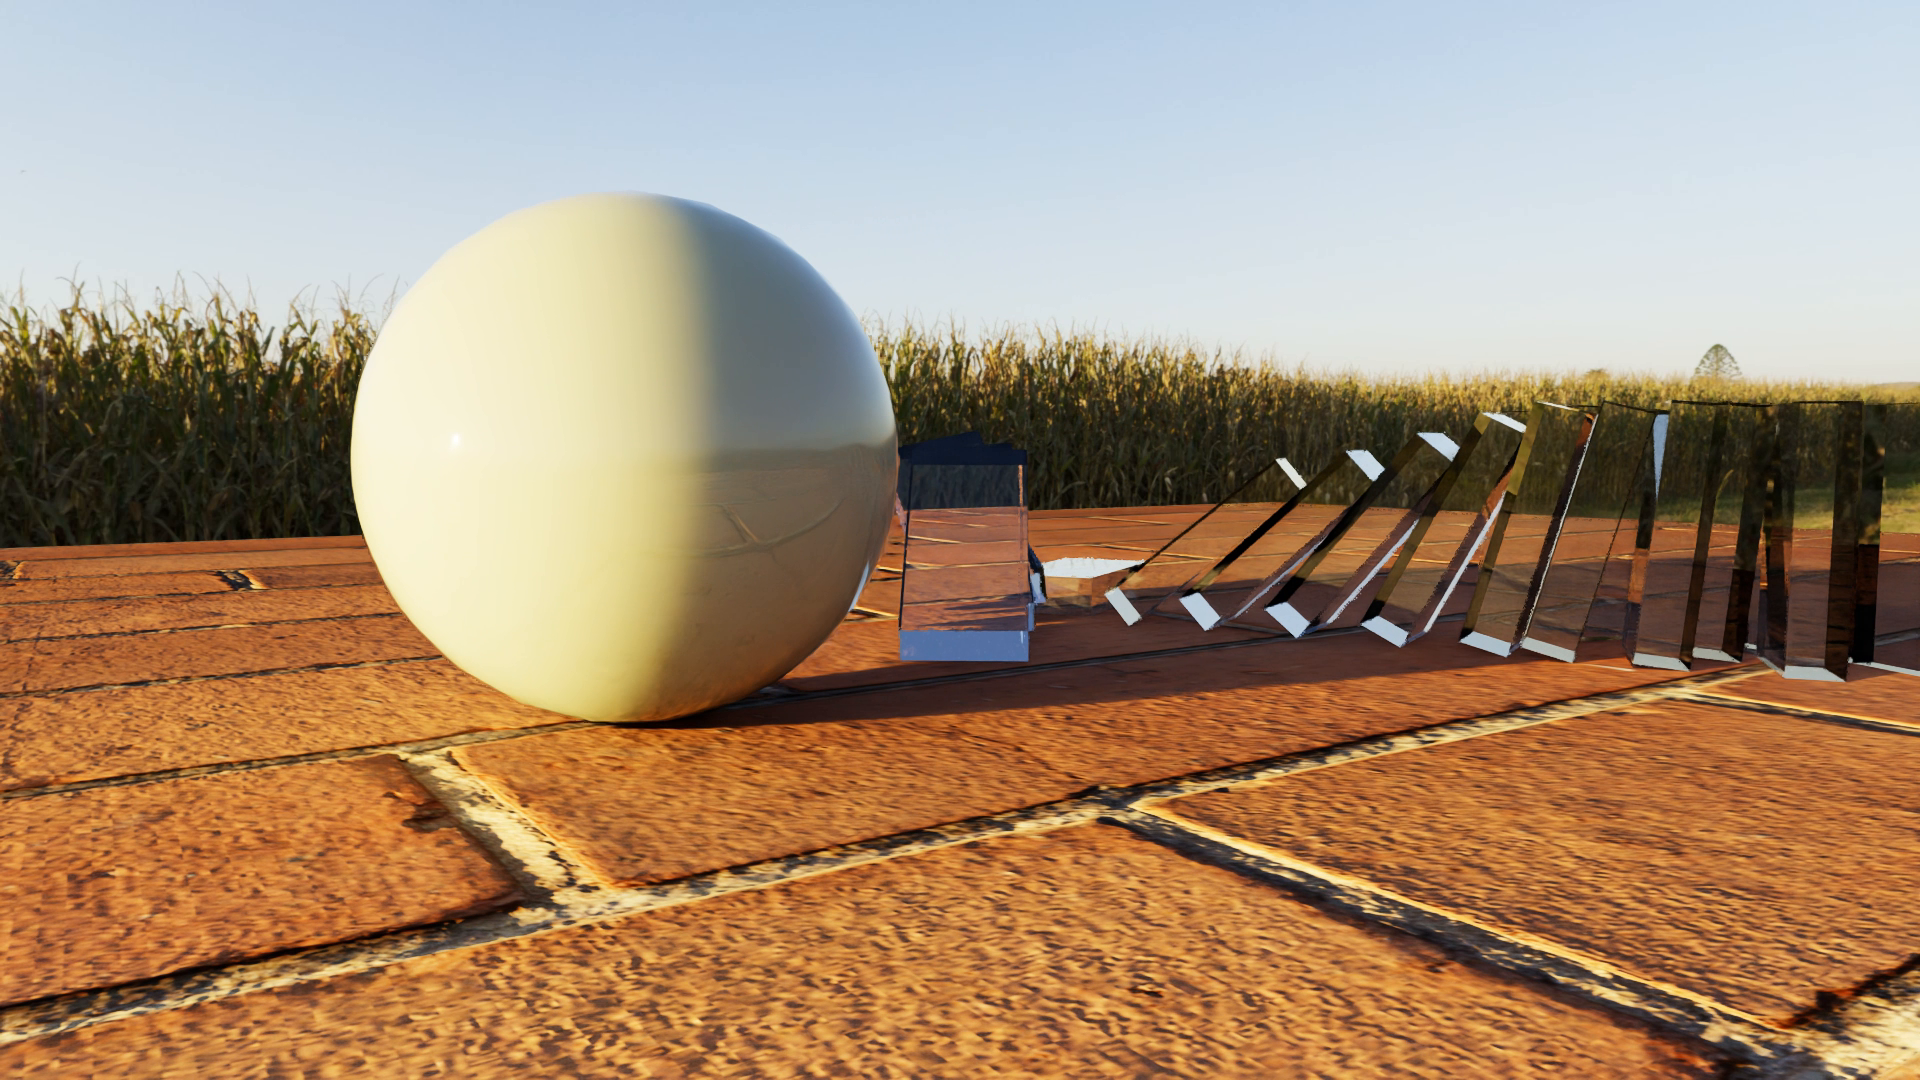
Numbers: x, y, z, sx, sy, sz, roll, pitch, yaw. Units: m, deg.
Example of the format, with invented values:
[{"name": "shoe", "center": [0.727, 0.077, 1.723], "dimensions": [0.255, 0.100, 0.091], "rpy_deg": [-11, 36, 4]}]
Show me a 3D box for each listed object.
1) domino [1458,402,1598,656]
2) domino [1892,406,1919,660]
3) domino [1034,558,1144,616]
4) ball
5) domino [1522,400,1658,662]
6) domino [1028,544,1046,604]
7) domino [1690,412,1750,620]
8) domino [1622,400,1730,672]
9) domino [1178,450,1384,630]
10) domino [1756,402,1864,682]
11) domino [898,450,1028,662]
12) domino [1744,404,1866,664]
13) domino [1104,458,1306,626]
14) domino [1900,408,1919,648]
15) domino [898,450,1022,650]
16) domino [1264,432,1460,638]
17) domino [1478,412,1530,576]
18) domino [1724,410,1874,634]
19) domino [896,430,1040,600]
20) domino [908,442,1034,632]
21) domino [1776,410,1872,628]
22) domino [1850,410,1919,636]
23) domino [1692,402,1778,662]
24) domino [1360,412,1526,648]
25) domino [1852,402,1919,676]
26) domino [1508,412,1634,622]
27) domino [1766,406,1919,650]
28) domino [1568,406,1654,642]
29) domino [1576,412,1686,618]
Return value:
[{"name": "domino", "center": [0.117, -0.003, 0.264], "dimensions": [0.009, 0.050, 0.025], "rpy_deg": [20, 14, 30]}, {"name": "domino", "center": [0.198, -0.001, 0.248], "dimensions": [0.025, 0.050, 0.009], "rpy_deg": [4, 6, 42]}, {"name": "domino", "center": [0.031, 0.012, 0.344], "dimensions": [0.025, 0.009, 0.050], "rpy_deg": [2, 5, 25]}, {"name": "ball", "center": [-0.049, -0.012, 0.196], "dimensions": [0.080, 0.080, 0.080], "rpy_deg": [0, 4, 0]}, {"name": "domino", "center": [0.126, -0.002, 0.258], "dimensions": [0.009, 0.050, 0.025], "rpy_deg": [18, 12, 25]}, {"name": "domino", "center": [0.003, 0.003, 0.328], "dimensions": [0.025, 0.009, 0.050], "rpy_deg": [-11, 26, -8]}, {"name": "domino", "center": [0.191, -0.007, 0.321], "dimensions": [0.010, 0.050, 0.025], "rpy_deg": [3, 5, 34]}, {"name": "domino", "center": [0.139, -0.002, 0.251], "dimensions": [0.009, 0.050, 0.025], "rpy_deg": [7, 7, 22]}, {"name": "domino", "center": [0.075, 0.000, 0.295], "dimensions": [0.050, 0.009, 0.025], "rpy_deg": [-45, -17, 23]}, {"name": "domino", "center": [0.159, -0.001, 0.241], "dimensions": [0.010, 0.050, 0.025], "rpy_deg": [2, 5, 21]}, {"name": "domino", "center": [0.001, 0.002, 0.265], "dimensions": [0.025, 0.009, 0.050], "rpy_deg": [0, 48, 2]}, {"name": "domino", "center": [0.171, -0.002, 0.260], "dimensions": [0.009, 0.050, 0.025], "rpy_deg": [-1, 4, -13]}, {"name": "domino", "center": [0.059, 0.000, 0.305], "dimensions": [0.050, 0.009, 0.025], "rpy_deg": [-40, -9, 17]}, {"name": "domino", "center": [0.212, -0.002, 0.266], "dimensions": [0.025, 0.050, 0.009], "rpy_deg": [2, 5, 27]}, {"name": "domino", "center": [0.001, 0.001, 0.279], "dimensions": [0.025, 0.009, 0.050], "rpy_deg": [0, 48, 2]}, {"name": "domino", "center": [0.091, -0.001, 0.284], "dimensions": [0.010, 0.050, 0.025], "rpy_deg": [45, 25, 22]}, {"name": "domino", "center": [0.136, -0.005, 0.301], "dimensions": [0.025, 0.050, 0.010], "rpy_deg": [1, 4, 17]}, {"name": "domino", "center": [0.190, -0.004, 0.291], "dimensions": [0.025, 0.050, 0.009], "rpy_deg": [0, 4, 1]}, {"name": "domino", "center": [-0.001, -0.004, 0.310], "dimensions": [0.025, 0.010, 0.050], "rpy_deg": [-13, 48, -9]}, {"name": "domino", "center": [0.002, -0.001, 0.294], "dimensions": [0.025, 0.009, 0.050], "rpy_deg": [-4, 48, -2]}, {"name": "domino", "center": [0.207, -0.005, 0.307], "dimensions": [0.025, 0.050, 0.009], "rpy_deg": [-3, 5, -38]}, {"name": "domino", "center": [0.216, -0.004, 0.287], "dimensions": [0.025, 0.050, 0.009], "rpy_deg": [0, 4, -4]}, {"name": "domino", "center": [0.153, -0.002, 0.260], "dimensions": [0.009, 0.050, 0.025], "rpy_deg": [7, 6, 17]}, {"name": "domino", "center": [0.105, -0.002, 0.273], "dimensions": [0.009, 0.050, 0.025], "rpy_deg": [33, 20, 26]}, {"name": "domino", "center": [0.180, 0.000, 0.236], "dimensions": [0.009, 0.050, 0.025], "rpy_deg": [-1, 4, -9]}, {"name": "domino", "center": [0.151, -0.006, 0.317], "dimensions": [0.009, 0.050, 0.025], "rpy_deg": [-3, 5, -35]}, {"name": "domino", "center": [0.187, -0.003, 0.270], "dimensions": [0.025, 0.050, 0.009], "rpy_deg": [1, 4, 16]}, {"name": "domino", "center": [0.139, -0.004, 0.280], "dimensions": [0.025, 0.050, 0.009], "rpy_deg": [0, 4, -22]}, {"name": "domino", "center": [0.170, -0.007, 0.326], "dimensions": [0.009, 0.050, 0.025], "rpy_deg": [-1, 4, -13]}]
